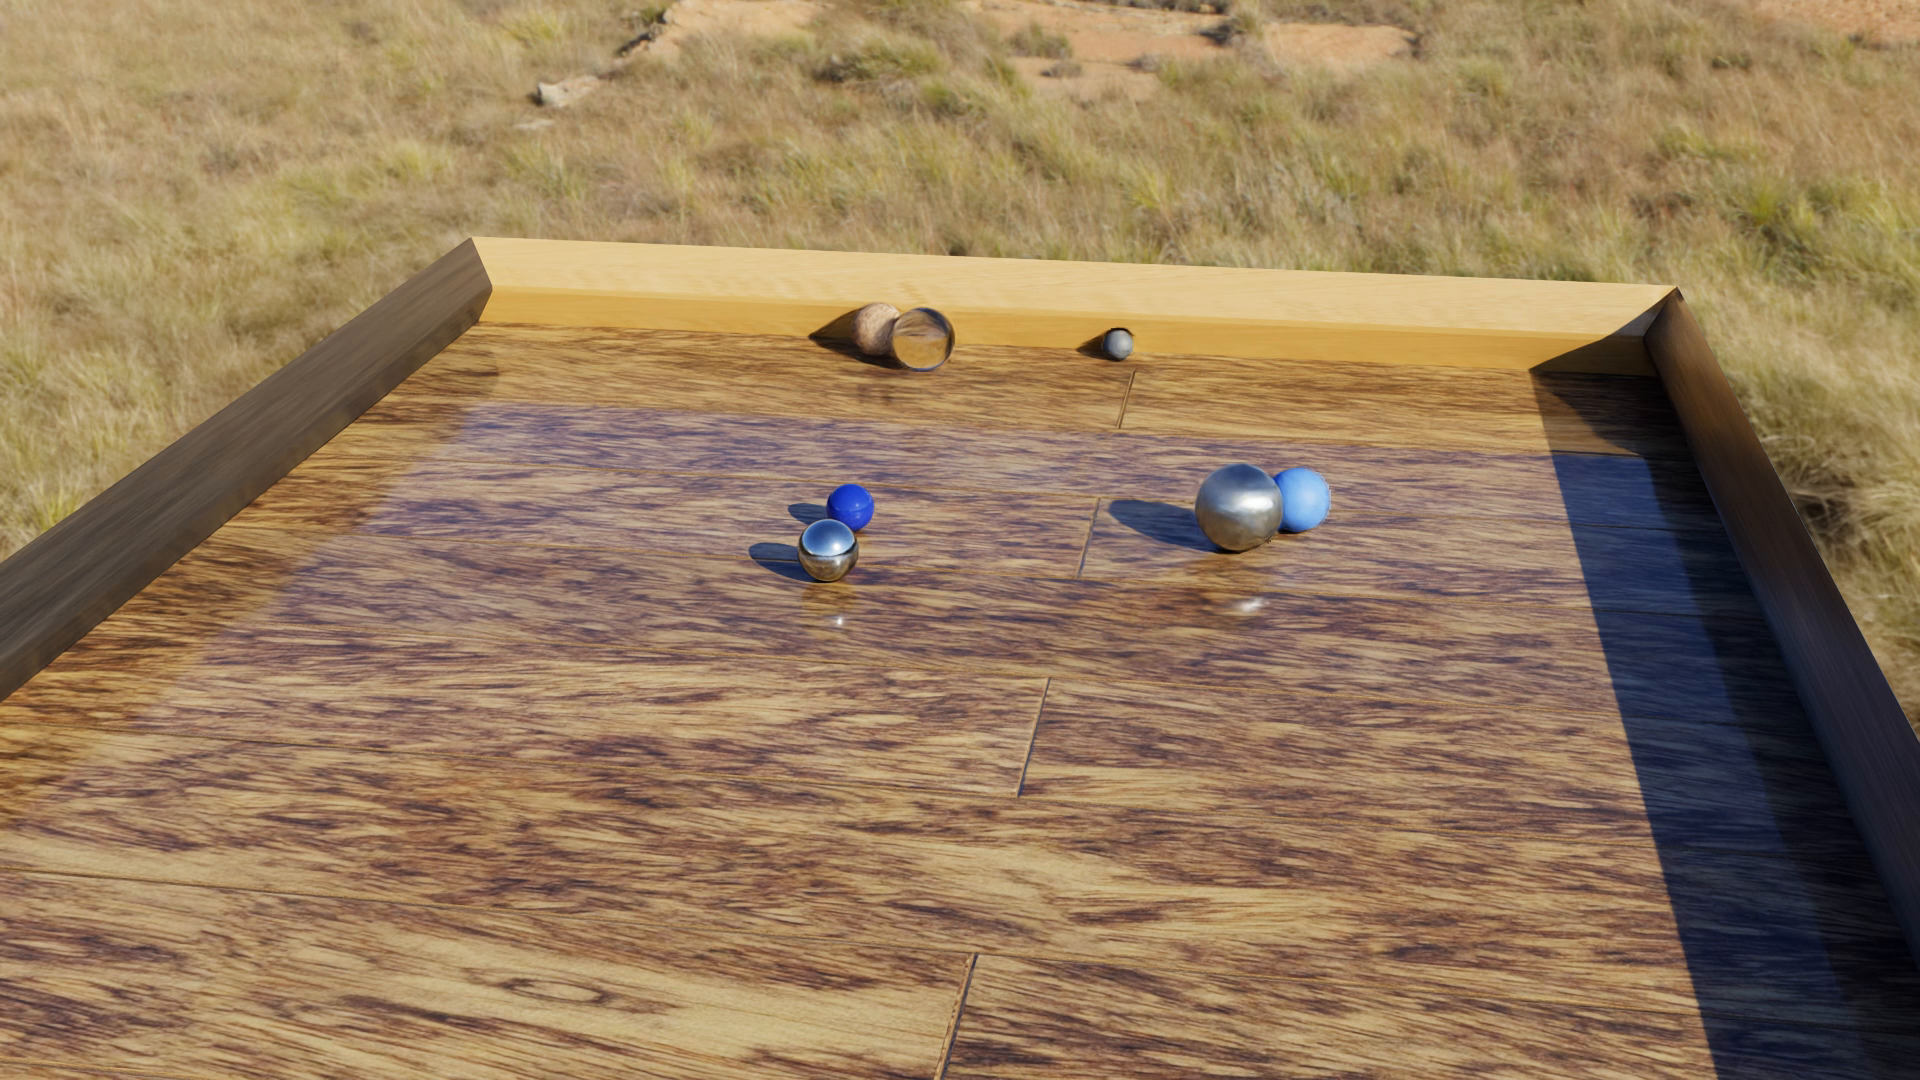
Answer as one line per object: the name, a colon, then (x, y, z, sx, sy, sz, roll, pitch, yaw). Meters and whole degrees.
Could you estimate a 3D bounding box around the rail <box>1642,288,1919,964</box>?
rail: (0.706, 0.335, 1.527, 0.045, 0.128, 3.342, 3, 23, 8)

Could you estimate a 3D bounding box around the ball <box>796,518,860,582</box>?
ball: (-0.144, 0.011, 2.398, 0.068, 0.068, 0.068, 0, 22, 0)

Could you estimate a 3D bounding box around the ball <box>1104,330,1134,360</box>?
ball: (0.226, -0.278, 3.136, 0.043, 0.043, 0.043, 0, 22, 0)

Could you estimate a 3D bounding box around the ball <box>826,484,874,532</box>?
ball: (-0.126, -0.037, 2.533, 0.056, 0.056, 0.056, 0, 22, 0)

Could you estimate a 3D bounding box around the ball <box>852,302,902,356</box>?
ball: (-0.116, -0.302, 3.149, 0.078, 0.078, 0.078, 0, 22, 0)

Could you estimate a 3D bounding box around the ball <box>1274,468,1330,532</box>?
ball: (0.388, -0.046, 2.531, 0.073, 0.073, 0.073, 0, 22, 0)

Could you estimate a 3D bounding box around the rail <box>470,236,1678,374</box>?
rail: (0.126, -0.332, 3.154, 1.740, 0.128, 0.045, 3, 23, 8)

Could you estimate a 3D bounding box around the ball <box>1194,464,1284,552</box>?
ball: (0.314, -0.037, 2.474, 0.099, 0.099, 0.099, 0, 22, 0)

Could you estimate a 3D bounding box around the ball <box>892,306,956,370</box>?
ball: (-0.051, -0.283, 3.087, 0.090, 0.090, 0.090, 0, 22, 0)

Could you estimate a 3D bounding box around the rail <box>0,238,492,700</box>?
rail: (-0.966, 0.235, 1.770, 0.045, 0.128, 3.342, 3, 23, 8)
